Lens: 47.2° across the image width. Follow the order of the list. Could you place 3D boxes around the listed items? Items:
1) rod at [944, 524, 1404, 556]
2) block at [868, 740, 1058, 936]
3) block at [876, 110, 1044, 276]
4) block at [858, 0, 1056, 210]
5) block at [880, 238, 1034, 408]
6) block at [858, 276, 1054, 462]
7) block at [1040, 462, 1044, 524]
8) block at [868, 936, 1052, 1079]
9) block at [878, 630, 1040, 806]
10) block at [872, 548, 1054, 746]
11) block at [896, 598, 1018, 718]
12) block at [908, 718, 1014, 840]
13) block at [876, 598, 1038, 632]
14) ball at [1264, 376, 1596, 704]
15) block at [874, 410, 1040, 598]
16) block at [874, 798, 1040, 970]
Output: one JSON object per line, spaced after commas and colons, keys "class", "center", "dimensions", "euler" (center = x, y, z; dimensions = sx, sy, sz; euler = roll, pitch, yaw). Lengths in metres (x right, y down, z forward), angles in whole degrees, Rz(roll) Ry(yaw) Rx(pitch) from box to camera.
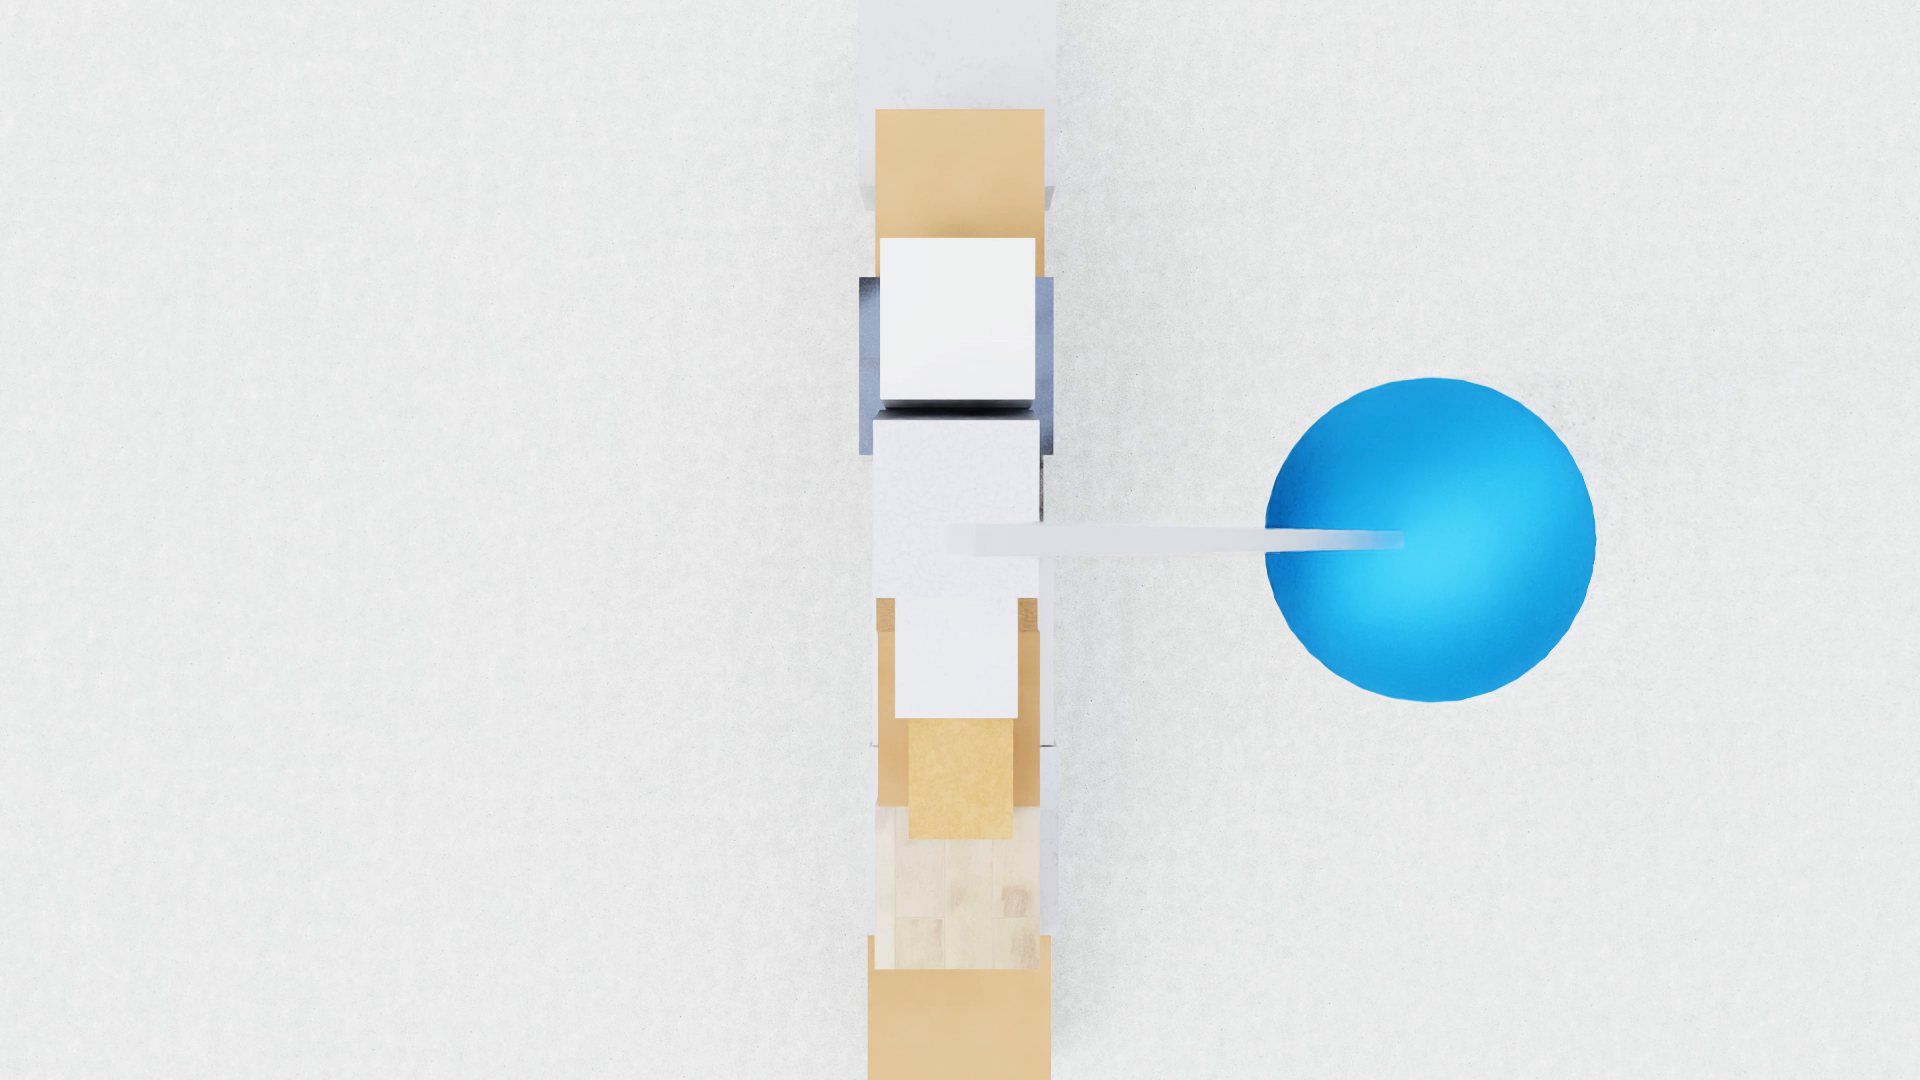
{"class": "rod", "center": [0.994, 0.000, 7.656], "dimensions": [0.080, 5.200, 0.080], "euler": [0, 90, 22]}
{"class": "block", "center": [0.018, 1.641, 12.491], "dimensions": [1.037, 1.017, 1.027], "euler": [0, 90, 0]}
{"class": "block", "center": [-0.001, -1.749, 11.607], "dimensions": [0.857, 0.957, 0.872], "euler": [0, 91, 0]}
{"class": "block", "center": [-0.015, -2.514, 12.542], "dimensions": [1.082, 0.917, 1.135], "euler": [0, 90, 0]}
{"class": "block", "center": [-0.011, -1.033, 10.596], "dimensions": [0.721, 0.674, 0.750], "euler": [0, 90, 0]}
{"class": "block", "center": [-0.018, -0.865, 11.423], "dimensions": [0.968, 0.979, 0.885], "euler": [0, 90, 0]}
{"class": "block", "center": [0.000, -0.489, 12.456], "dimensions": [0.905, 1.088, 1.045], "euler": [0, 90, 0]}
{"class": "block", "center": [-0.003, 2.623, 12.544], "dimensions": [1.009, 0.912, 0.917], "euler": [0, 90, 0]}
{"class": "block", "center": [-0.005, 0.904, 11.564], "dimensions": [0.823, 0.821, 0.885], "euler": [0, 91, 0]}
{"class": "block", "center": [0.017, 0.580, 12.488], "dimensions": [0.985, 1.024, 1.073], "euler": [0, 90, 0]}
{"class": "block", "center": [-0.018, 0.534, 10.823], "dimensions": [0.583, 0.651, 0.622], "euler": [0, 91, 0]}
{"class": "block", "center": [0.004, 1.142, 10.875], "dimensions": [0.504, 0.562, 0.595], "euler": [0, 91, 0]}
{"class": "block", "center": [-0.016, 0.027, 11.525], "dimensions": [0.820, 0.773, 0.860], "euler": [0, 91, 0]}
{"class": "ball", "center": [2.295, 0.000, 10.798], "dimensions": [1.600, 1.600, 1.600], "euler": [0, 90, 0]}
{"class": "block", "center": [-0.017, -0.190, 10.537], "dimensions": [0.761, 0.843, 0.820], "euler": [0, 97, 0]}
{"class": "block", "center": [-0.014, 1.771, 11.602], "dimensions": [0.841, 0.762, 0.839], "euler": [0, 90, 0]}
